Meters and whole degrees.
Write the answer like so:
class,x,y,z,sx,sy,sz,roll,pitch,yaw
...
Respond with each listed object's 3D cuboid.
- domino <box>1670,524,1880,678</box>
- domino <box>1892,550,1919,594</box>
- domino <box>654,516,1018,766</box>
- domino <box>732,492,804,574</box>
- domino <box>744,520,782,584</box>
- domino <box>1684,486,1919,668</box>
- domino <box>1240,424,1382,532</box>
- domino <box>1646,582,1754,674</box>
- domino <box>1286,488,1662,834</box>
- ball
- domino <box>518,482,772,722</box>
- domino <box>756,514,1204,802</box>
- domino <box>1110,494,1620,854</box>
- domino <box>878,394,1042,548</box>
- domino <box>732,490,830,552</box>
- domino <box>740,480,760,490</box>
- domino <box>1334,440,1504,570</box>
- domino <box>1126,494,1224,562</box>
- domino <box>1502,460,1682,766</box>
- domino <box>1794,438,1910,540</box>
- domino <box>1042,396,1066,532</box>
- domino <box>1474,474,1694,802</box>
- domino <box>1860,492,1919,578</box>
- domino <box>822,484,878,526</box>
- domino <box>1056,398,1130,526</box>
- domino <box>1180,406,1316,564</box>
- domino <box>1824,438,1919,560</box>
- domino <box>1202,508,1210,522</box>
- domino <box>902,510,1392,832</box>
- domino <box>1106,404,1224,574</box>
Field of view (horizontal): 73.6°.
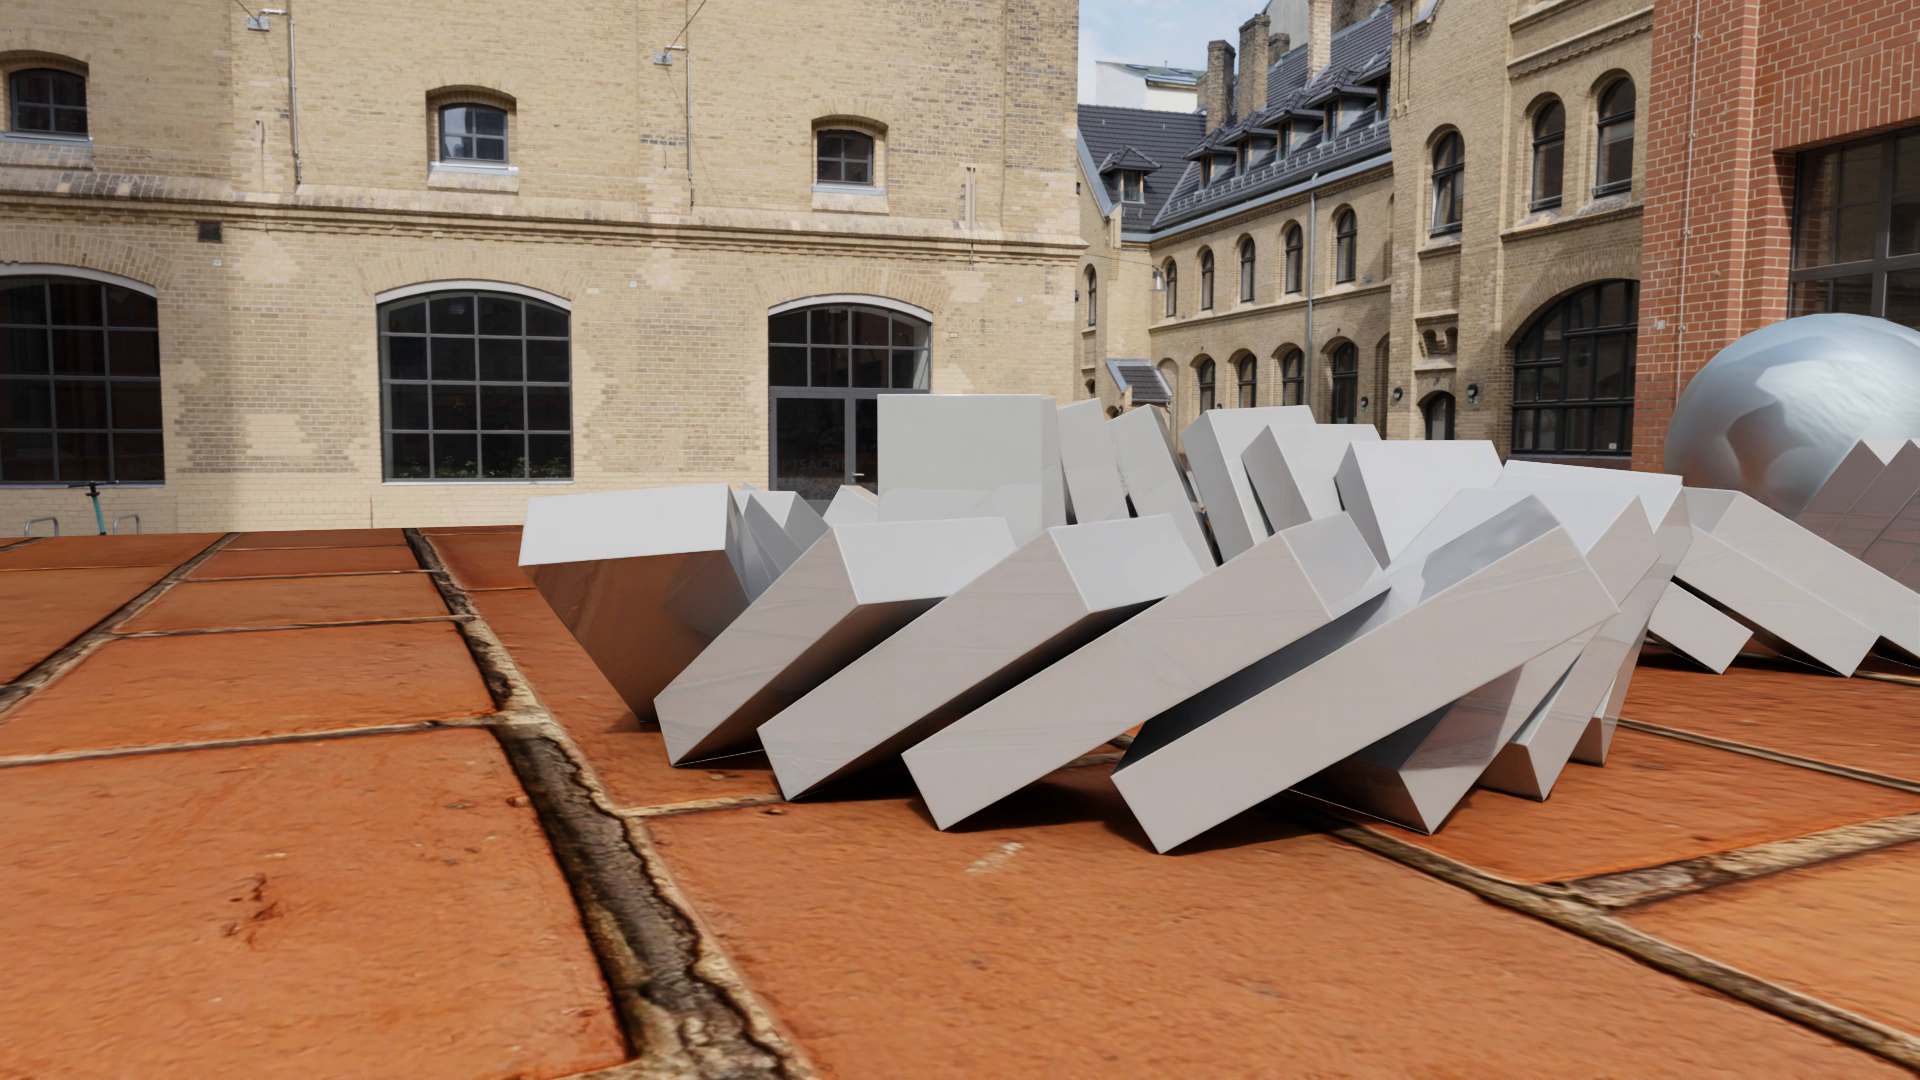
class,x,y,z,sx,sy,sz,roll,pitch,yaw
domino,0.145,0.007,0.247,0.050,0.010,0.025,32,8,5
domino,0.224,0.000,0.274,0.025,0.050,0.010,-1,46,-10
domino,-0.016,0.014,0.162,0.025,0.009,0.050,-4,-25,-40
domino,-0.036,0.009,0.218,0.025,0.010,0.050,1,-28,22
domino,-0.040,0.010,0.198,0.025,0.010,0.050,-2,-29,13
domino,0.163,0.007,0.246,0.050,0.010,0.025,32,8,5
domino,0.071,0.003,0.226,0.025,0.050,0.009,-2,-31,-27
domino,0.125,0.006,0.251,0.050,0.009,0.025,34,10,7
domino,0.060,0.012,0.158,0.050,0.009,0.025,-41,22,-22
ball,0.250,-0.025,0.373,0.080,0.080,0.080,0,4,0
domino,-0.039,0.010,0.177,0.025,0.010,0.050,-5,-30,2
domino,0.002,0.014,0.150,0.050,0.009,0.025,-36,-18,35
domino,0.042,0.014,0.136,0.050,0.010,0.025,-34,-3,20
domino,0.000,0.002,0.201,0.025,0.050,0.010,0,4,0
domino,-0.030,0.008,0.237,0.025,0.009,0.050,2,-27,28
domino,-0.025,0.005,0.268,0.050,0.010,0.025,31,-3,-8
domino,0.080,0.005,0.208,0.025,0.050,0.010,0,-39,-5
domino,0.056,0.006,0.268,0.050,0.010,0.025,31,9,8
domino,0.087,0.008,0.188,0.025,0.009,0.050,9,46,36
domino,0.217,-0.003,0.311,0.025,0.050,0.010,-1,46,-10
domino,0.009,-0.001,0.237,0.009,0.050,0.025,-9,8,-26
domino,0.075,0.011,0.172,0.025,0.010,0.050,8,45,48
domino,0.222,-0.001,0.286,0.025,0.050,0.009,-1,46,-10
domino,-0.004,0.005,0.275,0.050,0.009,0.025,30,4,2
domino,0.025,-0.001,0.243,0.009,0.050,0.025,-16,6,-6
domino,0.061,0.000,0.238,0.025,0.050,0.009,-6,-21,-28
domino,0.219,-0.002,0.299,0.025,0.050,0.010,-1,46,-10
domino,0.074,0.005,0.265,0.050,0.010,0.025,35,10,7
domino,0.020,0.014,0.141,0.050,0.009,0.025,-34,-12,29
domino,0.042,-0.001,0.244,0.010,0.050,0.025,-23,-1,14
